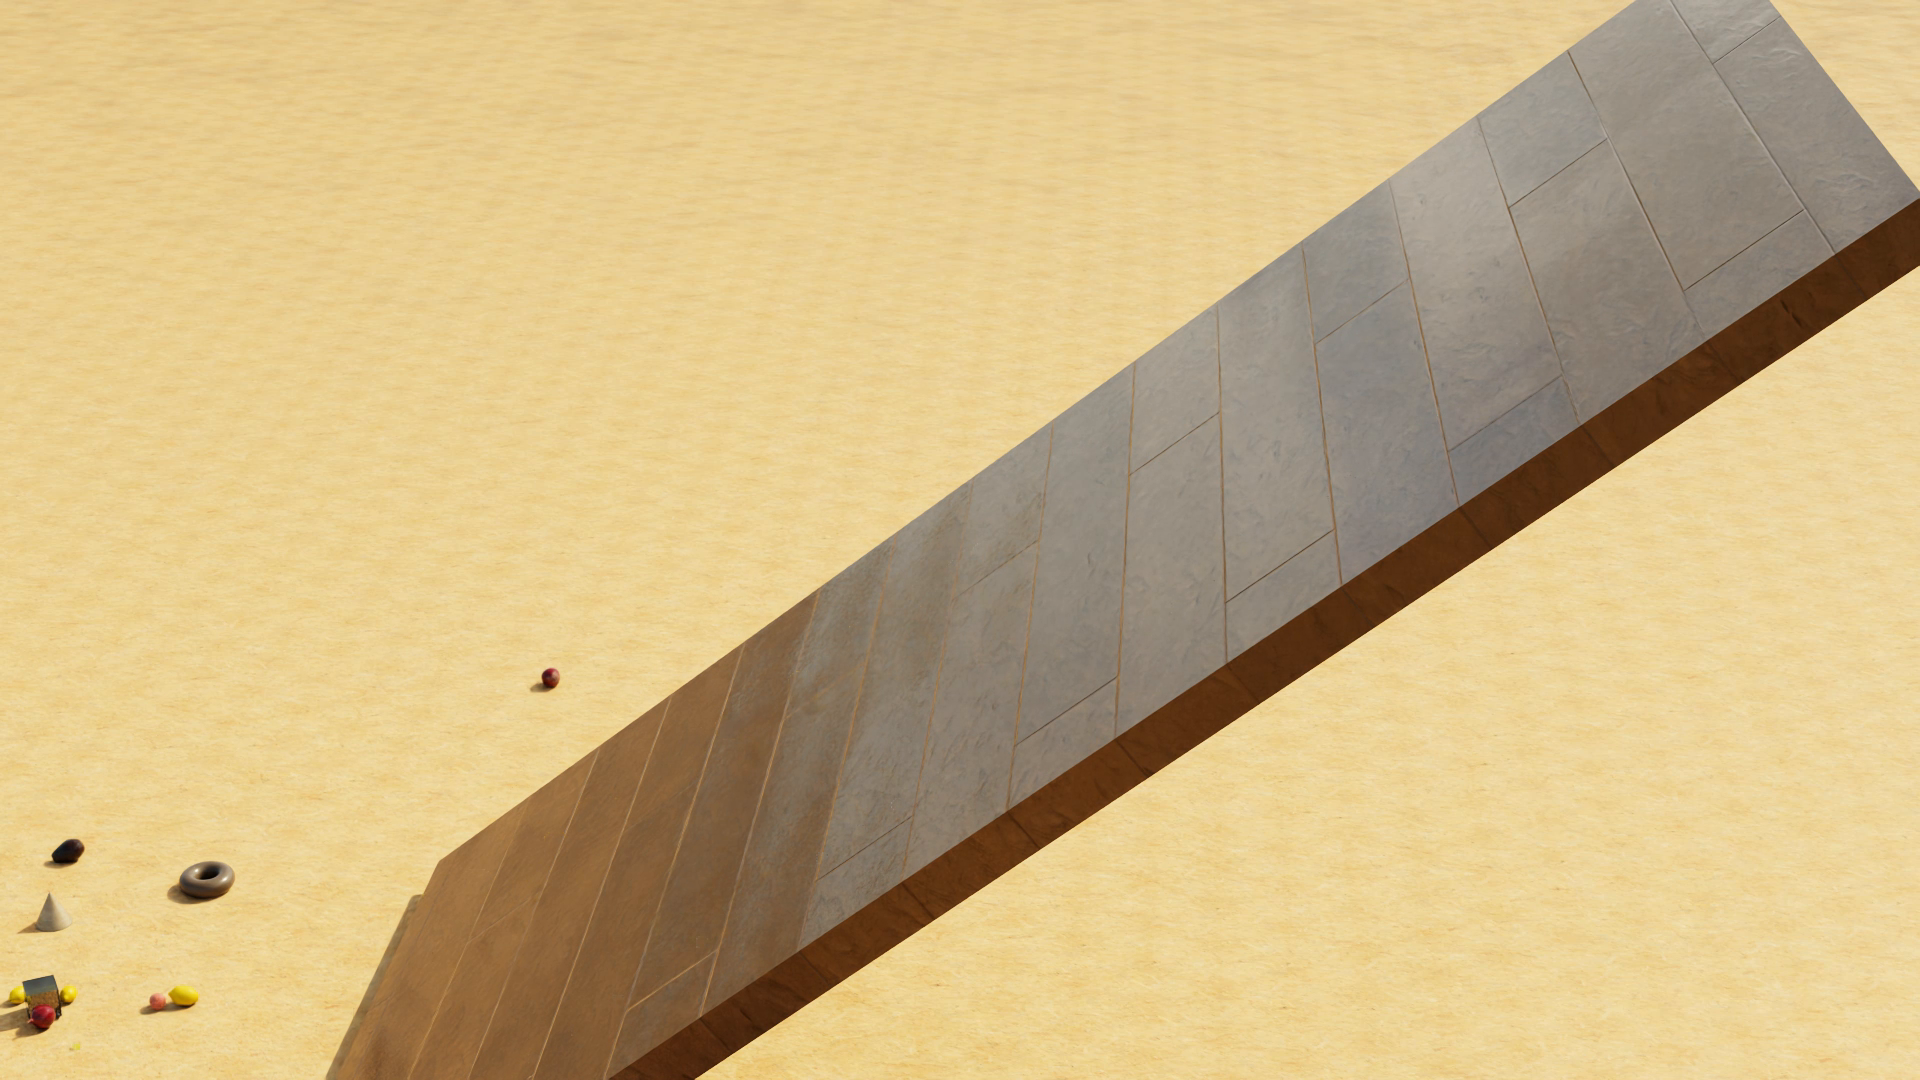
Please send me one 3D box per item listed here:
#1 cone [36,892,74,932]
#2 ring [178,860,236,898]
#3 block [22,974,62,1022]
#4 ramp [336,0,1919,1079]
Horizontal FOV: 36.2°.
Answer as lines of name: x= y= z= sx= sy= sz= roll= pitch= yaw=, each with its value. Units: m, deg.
cone: x=-2.371 y=0.958 z=7.680 sx=0.096 sy=0.096 sz=0.096 roll=0 pitch=23 yaw=0
ring: x=-2.011 y=0.907 z=7.857 sx=0.148 sy=0.049 sz=0.148 roll=0 pitch=25 yaw=0
block: x=-2.276 y=1.137 z=7.292 sx=0.076 sy=0.076 sz=0.076 roll=-10 pitch=26 yaw=-23
ramp: x=0.123 y=0.183 z=6.335 sx=4.000 sy=0.100 sz=2.000 roll=-35 pitch=16 yaw=18
